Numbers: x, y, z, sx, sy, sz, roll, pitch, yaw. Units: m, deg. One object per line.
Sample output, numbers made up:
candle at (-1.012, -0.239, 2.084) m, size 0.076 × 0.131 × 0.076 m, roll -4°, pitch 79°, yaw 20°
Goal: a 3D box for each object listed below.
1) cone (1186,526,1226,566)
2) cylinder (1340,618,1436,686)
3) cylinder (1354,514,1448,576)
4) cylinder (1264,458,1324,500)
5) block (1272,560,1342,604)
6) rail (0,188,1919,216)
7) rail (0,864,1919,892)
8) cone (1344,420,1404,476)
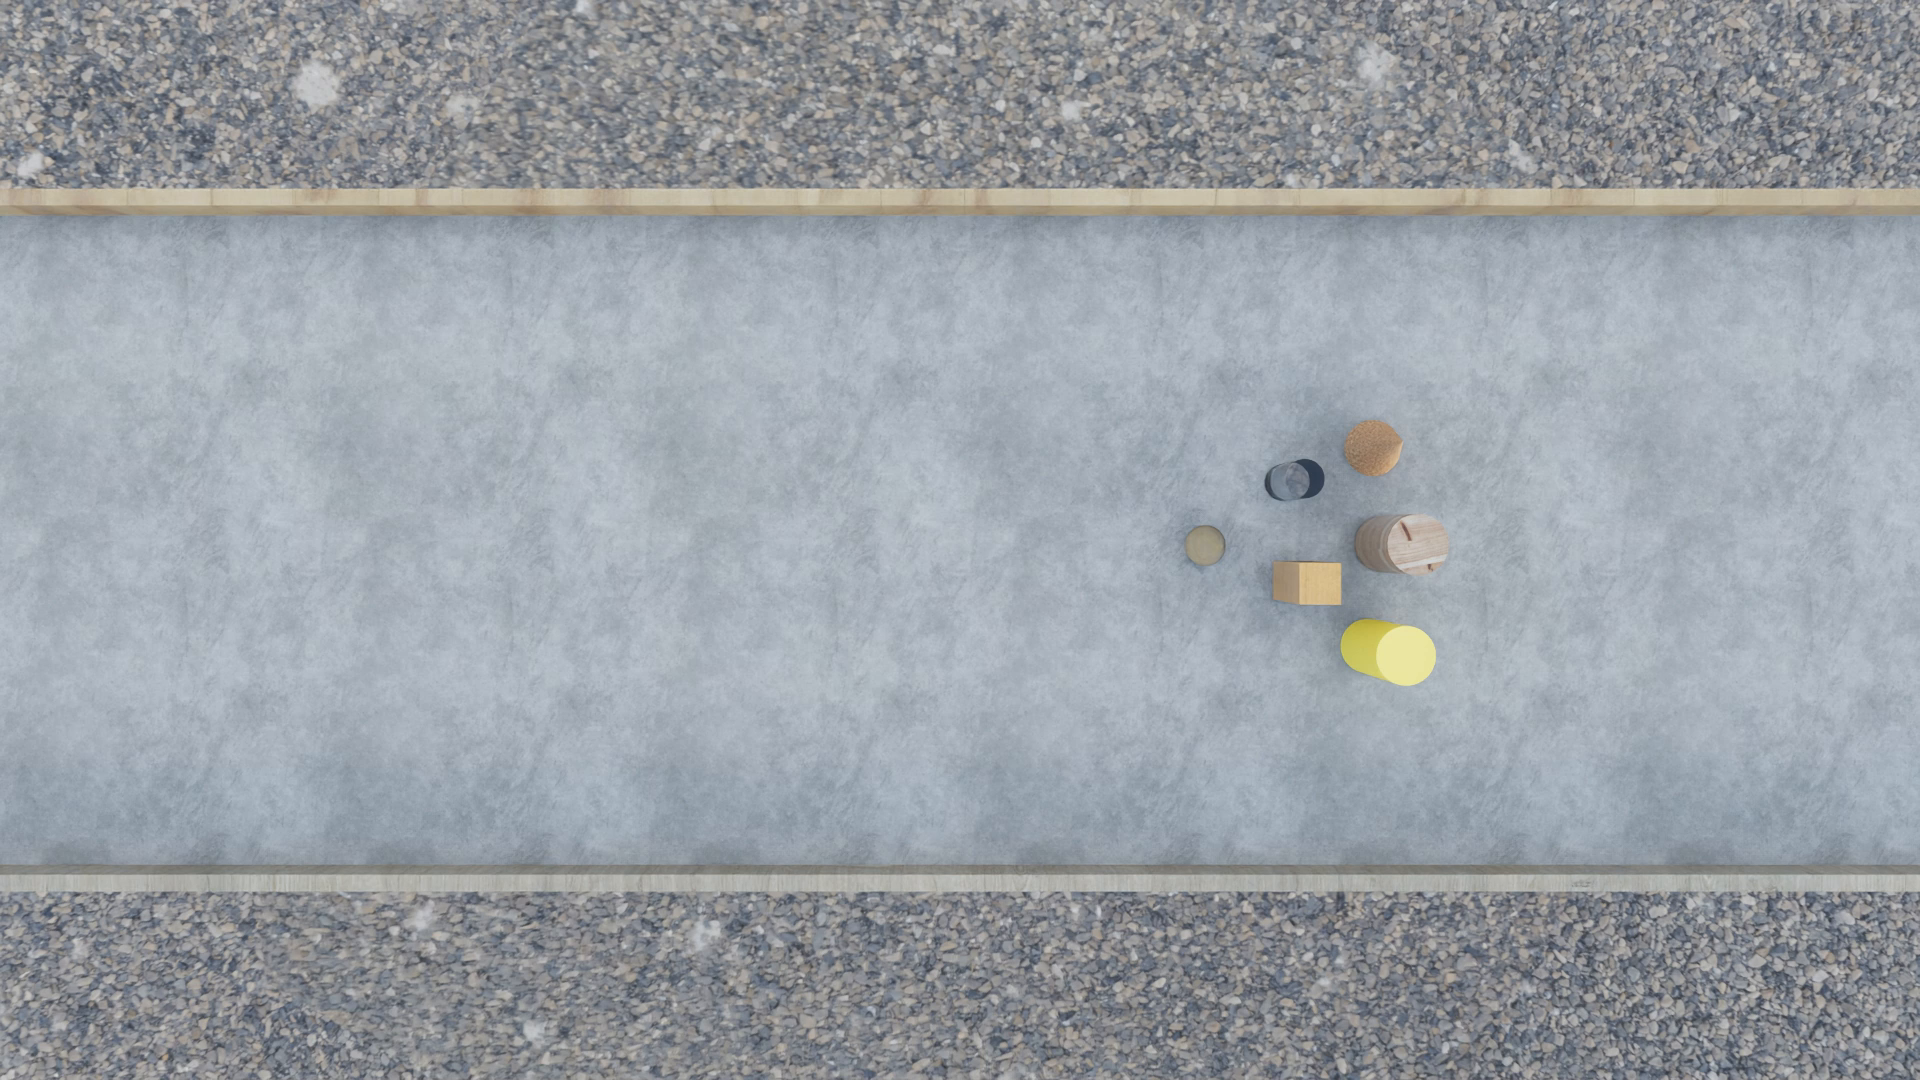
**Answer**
cone at (0.756, 0.017, 4.907) m, size 0.126 × 0.340 × 0.126 m, roll 0°, pitch 90°, yaw 0°
cylinder at (1.255, 0.326, 4.859) m, size 0.168 × 0.436 × 0.168 m, roll 0°, pitch 90°, yaw 0°
cylinder at (1.301, 0.013, 4.879) m, size 0.175 × 0.394 × 0.175 m, roll 0°, pitch 90°, yaw 0°
cylinder at (0.994, -0.177, 4.915) m, size 0.114 × 0.323 × 0.114 m, roll 0°, pitch 90°, yaw 0°
block at (1.023, 0.124, 4.878) m, size 0.118 × 0.396 × 0.118 m, roll 0°, pitch 90°, yaw 0°
rail at (-2.247, -1.025, 5.002) m, size 12.000 × 0.150 × 0.050 m, roll 0°, pitch 90°, yaw 0°
rail at (-2.247, 1.025, 5.001) m, size 12.000 × 0.150 × 0.050 m, roll 0°, pitch 90°, yaw 0°
cone at (1.270, -0.283, 4.901) m, size 0.173 × 0.350 × 0.173 m, roll 0°, pitch 90°, yaw 0°
